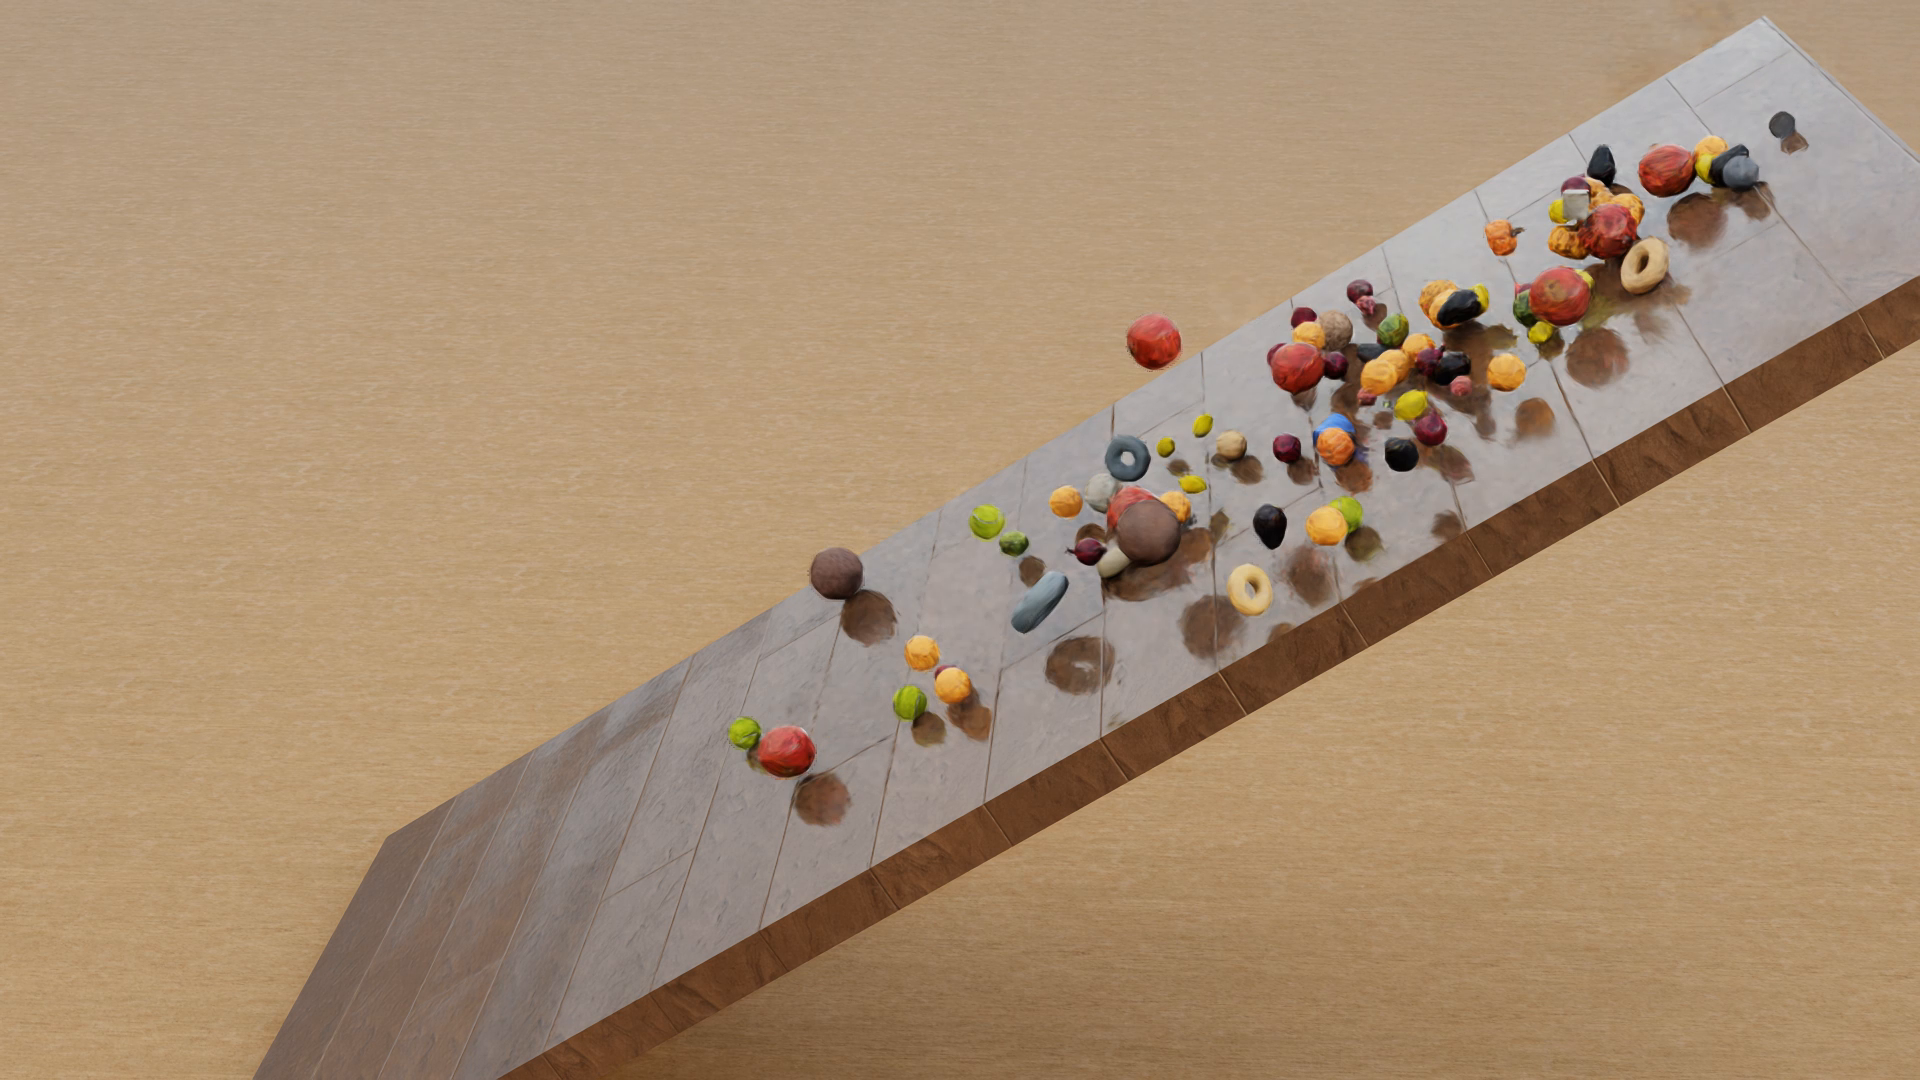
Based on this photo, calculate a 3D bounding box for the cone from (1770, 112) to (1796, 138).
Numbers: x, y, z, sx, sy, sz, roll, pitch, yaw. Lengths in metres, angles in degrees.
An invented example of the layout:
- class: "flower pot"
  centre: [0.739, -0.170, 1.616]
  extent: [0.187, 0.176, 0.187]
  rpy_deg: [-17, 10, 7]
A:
- class: "cone"
  centre: [1.668, -0.836, 5.936]
  extent: [0.054, 0.054, 0.054]
  rpy_deg: [13, 11, 31]

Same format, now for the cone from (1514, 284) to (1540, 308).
- class: "cone"
  centre: [1.156, -0.499, 5.977]
  extent: [0.052, 0.052, 0.052]
  rpy_deg: [-5, 20, 6]

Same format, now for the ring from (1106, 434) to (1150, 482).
- class: "ring"
  centre: [0.363, -0.176, 6.367]
  extent: [0.104, 0.104, 0.035]
  rpy_deg: [11, 13, 27]

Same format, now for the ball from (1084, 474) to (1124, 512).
- class: "ball"
  centre: [0.314, -0.102, 6.408]
  extent: [0.087, 0.087, 0.087]
  rpy_deg: [0, 20, 0]

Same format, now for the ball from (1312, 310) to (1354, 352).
- class: "ball"
  centre: [0.816, -0.458, 6.442]
  extent: [0.090, 0.090, 0.090]
  rpy_deg: [0, 20, 0]

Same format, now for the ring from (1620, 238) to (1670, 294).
- class: "ring"
  centre: [1.311, -0.524, 5.631]
  extent: [0.038, 0.114, 0.114]
  rpy_deg: [23, 10, -25]

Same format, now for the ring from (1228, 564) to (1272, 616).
- class: "ring"
  centre: [0.521, 0.090, 5.286]
  extent: [0.095, 0.095, 0.032]
  rpy_deg: [-16, -3, -37]

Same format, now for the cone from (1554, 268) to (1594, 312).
- class: "cone"
  centre: [1.202, -0.477, 5.779]
  extent: [0.080, 0.080, 0.080]
  rpy_deg: [5, 58, 14]

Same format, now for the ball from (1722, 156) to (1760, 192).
- class: "ball"
  centre: [1.532, -0.719, 5.772]
  extent: [0.070, 0.070, 0.070]
  rpy_deg: [0, 20, 0]

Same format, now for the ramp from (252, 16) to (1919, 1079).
- class: "ramp"
  centre: [0.140, 0.170, 6.295]
  extent: [4.000, 0.100, 2.000]
  rpy_deg: [-31, 15, 14]

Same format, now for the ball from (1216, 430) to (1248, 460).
- class: "ball"
  centre: [0.573, -0.200, 6.202]
  extent: [0.066, 0.066, 0.066]
  rpy_deg: [0, 20, 0]

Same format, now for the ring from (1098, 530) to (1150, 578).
- class: "ring"
  centre: [0.335, 0.029, 6.006]
  extent: [0.130, 0.043, 0.130]
  rpy_deg: [-39, 1, 1]

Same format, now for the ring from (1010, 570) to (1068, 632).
- class: "ring"
  centre: [0.160, 0.124, 5.892]
  extent: [0.050, 0.149, 0.149]
  rpy_deg: [41, 32, 9]

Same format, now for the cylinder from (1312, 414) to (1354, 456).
- class: "cylinder"
  centre: [0.747, -0.212, 5.883]
  extent: [0.060, 0.060, 0.060]
  rpy_deg: [20, 52, 42]

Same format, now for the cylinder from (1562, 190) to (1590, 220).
- class: "cylinder"
  centre: [1.220, -0.665, 5.828]
  extent: [0.052, 0.052, 0.052]
  rpy_deg: [-5, 16, 1]
